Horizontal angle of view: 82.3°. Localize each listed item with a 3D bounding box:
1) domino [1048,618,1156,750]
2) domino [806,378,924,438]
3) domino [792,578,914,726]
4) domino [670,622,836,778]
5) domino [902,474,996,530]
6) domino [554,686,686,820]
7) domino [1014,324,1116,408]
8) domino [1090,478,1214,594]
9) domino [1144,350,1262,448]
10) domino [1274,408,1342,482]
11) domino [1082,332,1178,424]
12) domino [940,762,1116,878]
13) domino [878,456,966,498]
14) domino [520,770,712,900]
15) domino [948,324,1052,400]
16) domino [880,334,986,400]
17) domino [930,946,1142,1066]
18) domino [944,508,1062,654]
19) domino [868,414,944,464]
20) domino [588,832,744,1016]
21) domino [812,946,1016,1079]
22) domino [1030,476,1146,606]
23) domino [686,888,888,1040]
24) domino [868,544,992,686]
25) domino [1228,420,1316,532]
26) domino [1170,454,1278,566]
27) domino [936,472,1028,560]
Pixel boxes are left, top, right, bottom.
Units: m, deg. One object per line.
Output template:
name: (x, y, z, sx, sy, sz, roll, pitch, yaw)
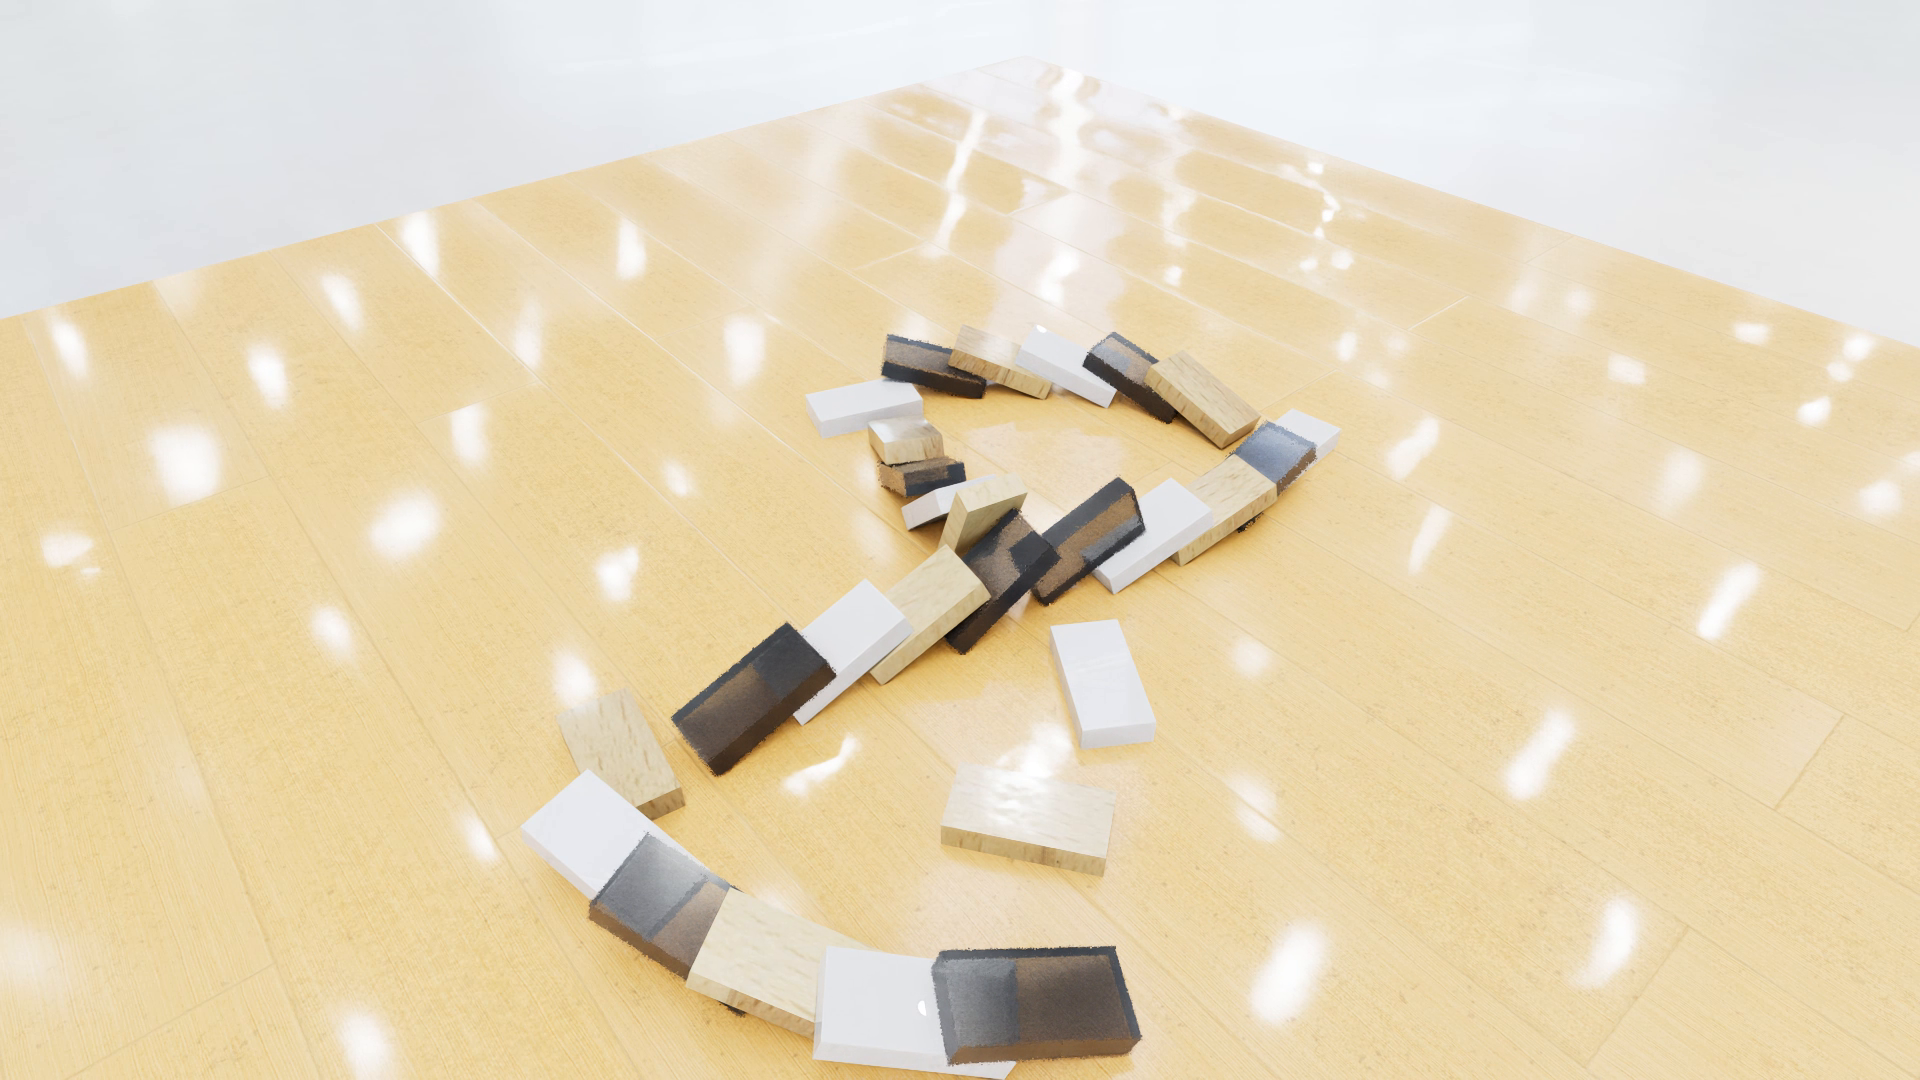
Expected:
domino: (0.049, 0.049, 0.383, 0.025, 0.010, 0.050, -5, 40, -7)
domino: (-0.045, -0.064, 0.521, 0.050, 0.010, 0.025, -15, 42, -17)
domino: (-0.044, 0.038, 0.383, 0.050, 0.009, 0.025, -40, 51, -12)
domino: (-0.069, 0.052, 0.367, 0.050, 0.010, 0.025, -40, 51, -15)
domino: (-0.004, -0.015, 0.436, 0.025, 0.010, 0.050, -16, -1, -18)
domino: (-0.111, 0.071, 0.356, 0.025, 0.010, 0.050, -22, 44, -24)
domino: (0.054, -0.085, 0.535, 0.050, 0.010, 0.025, 27, 43, 3)
domino: (0.072, -0.002, 0.435, 0.050, 0.010, 0.025, -33, 47, -11)
domino: (0.113, -0.066, 0.512, 0.025, 0.009, 0.050, -29, 64, -34)
domino: (0.146, -0.041, 0.493, 0.025, 0.010, 0.050, 31, 48, 32)
domino: (0.086, -0.079, 0.528, 0.050, 0.010, 0.025, 37, 49, 14)
domino: (0.021, 0.086, 0.339, 0.050, 0.010, 0.025, 9, 40, 10)
domino: (-0.016, -0.028, 0.459, 0.025, 0.010, 0.050, -11, 12, -14)
domino: (-0.100, 0.092, 0.321, 0.050, 0.009, 0.025, 34, 48, 14)
domino: (0.021, -0.087, 0.539, 0.050, 0.010, 0.025, 20, 40, -4)
domino: (-0.013, -0.085, 0.537, 0.050, 0.009, 0.025, 12, 38, -11)
domino: (0.019, 0.120, 0.285, 0.050, 0.010, 0.025, 6, 40, -19)
domino: (0.011, 0.015, 0.403, 0.050, 0.010, 0.025, -45, 48, 6)
domino: (-0.025, -0.045, 0.484, 0.025, 0.009, 0.050, -9, 18, -11)
domino: (-0.074, 0.105, 0.303, 0.050, 0.010, 0.025, 29, 45, 7)
domino: (-0.012, 0.122, 0.283, 0.050, 0.009, 0.025, 12, 39, -12)
domino: (0.046, 0.001, 0.418, 0.050, 0.025, 0.009, -37, 48, -9)
domino: (-0.044, 0.115, 0.292, 0.050, 0.010, 0.025, 23, 42, -1)
domino: (-0.016, 0.026, 0.395, 0.050, 0.010, 0.025, -39, 48, -5)
domino: (0.125, -0.028, 0.466, 0.050, 0.009, 0.025, -41, 53, -19)
domino: (0.101, -0.013, 0.447, 0.050, 0.009, 0.025, -33, 48, -11)
domino: (0.007, -0.005, 0.418, 0.025, 0.050, 0.010, -19, 65, -22)
